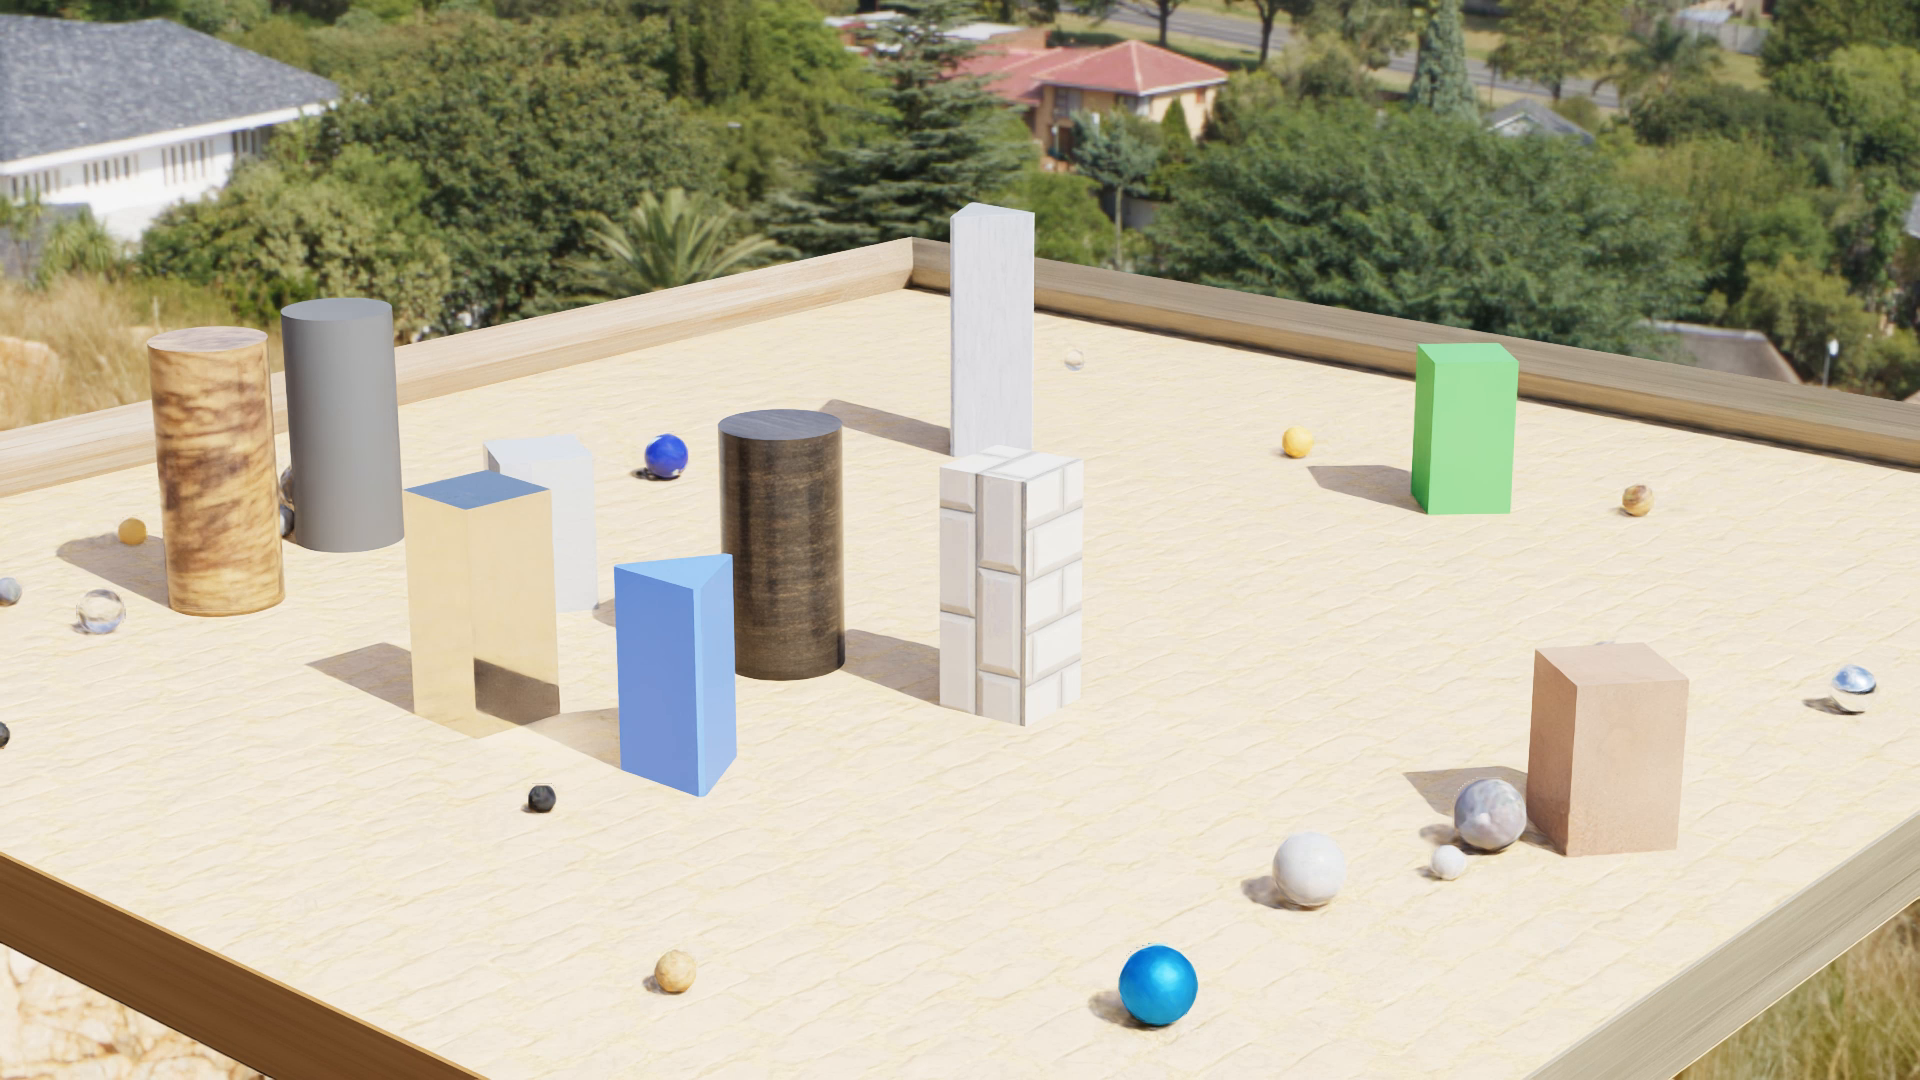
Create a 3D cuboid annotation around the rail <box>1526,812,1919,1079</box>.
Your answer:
[{"bbox_3d":[1.356,0.372,3.993,0.045,0.130,3.806,14,22,39],"label":"rail"}]

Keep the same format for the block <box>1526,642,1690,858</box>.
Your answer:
[{"bbox_3d":[0.895,0.289,4.066,0.160,0.248,0.160,-3,17,-10],"label":"block"}]

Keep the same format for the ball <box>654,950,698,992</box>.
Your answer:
[{"bbox_3d":[-0.349,0.530,3.605,0.052,0.052,0.052,0,17,0],"label":"ball"}]

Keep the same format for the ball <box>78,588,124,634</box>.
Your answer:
[{"bbox_3d":[-1.444,0.119,4.930,0.074,0.074,0.074,0,17,0],"label":"ball"}]

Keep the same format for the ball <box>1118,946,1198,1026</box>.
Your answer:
[{"bbox_3d":[0.238,0.534,3.518,0.095,0.095,0.095,0,17,0],"label":"ball"}]

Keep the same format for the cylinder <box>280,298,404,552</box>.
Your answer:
[{"bbox_3d":[-1.137,-0.213,5.410,0.200,0.435,0.200,0,17,0],"label":"cylinder"}]

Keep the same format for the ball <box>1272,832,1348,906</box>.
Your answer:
[{"bbox_3d":[0.459,0.432,3.851,0.098,0.098,0.098,0,17,0],"label":"ball"}]

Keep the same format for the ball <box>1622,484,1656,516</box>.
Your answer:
[{"bbox_3d":[1.297,-0.077,5.604,0.062,0.062,0.062,0,17,0],"label":"ball"}]

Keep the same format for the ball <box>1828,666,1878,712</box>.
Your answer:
[{"bbox_3d":[1.389,0.232,4.559,0.074,0.074,0.074,0,17,0],"label":"ball"}]

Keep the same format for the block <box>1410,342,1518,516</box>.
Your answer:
[{"bbox_3d":[0.971,-0.215,5.652,0.160,0.299,0.160,-1,17,-3],"label":"block"}]

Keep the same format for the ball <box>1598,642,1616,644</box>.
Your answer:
[{"bbox_3d":[1.033,0.197,4.680,0.071,0.071,0.071,0,17,0],"label":"ball"}]

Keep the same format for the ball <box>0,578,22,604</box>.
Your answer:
[{"bbox_3d":[-1.650,0.088,5.079,0.048,0.048,0.048,0,17,0],"label":"ball"}]

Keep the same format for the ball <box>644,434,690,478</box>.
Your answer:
[{"bbox_3d":[-0.586,-0.167,5.854,0.090,0.090,0.090,0,17,0],"label":"ball"}]

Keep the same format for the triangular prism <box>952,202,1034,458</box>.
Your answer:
[{"bbox_3d":[0.046,-0.436,6.041,0.173,0.497,0.150,-5,17,-15],"label":"triangular prism"}]

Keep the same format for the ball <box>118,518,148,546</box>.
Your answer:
[{"bbox_3d":[-1.528,-0.015,5.414,0.053,0.053,0.053,0,17,0],"label":"ball"}]

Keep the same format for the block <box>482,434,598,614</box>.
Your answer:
[{"bbox_3d":[-0.725,-0.026,5.068,0.160,0.273,0.160,-6,18,-19],"label":"block"}]

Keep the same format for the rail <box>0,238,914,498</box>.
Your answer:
[{"bbox_3d":[-1.356,-0.307,6.247,0.045,0.130,3.806,14,22,39],"label":"rail"}]

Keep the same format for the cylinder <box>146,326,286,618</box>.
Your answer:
[{"bbox_3d":[-1.277,-0.119,5.045,0.200,0.464,0.200,0,17,0],"label":"cylinder"}]

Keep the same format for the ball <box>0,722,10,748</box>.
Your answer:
[{"bbox_3d":[-1.451,0.293,4.410,0.042,0.042,0.042,0,17,0],"label":"ball"}]

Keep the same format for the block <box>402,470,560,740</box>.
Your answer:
[{"bbox_3d":[-0.734,0.097,4.506,0.160,0.363,0.160,16,23,42],"label":"block"}]

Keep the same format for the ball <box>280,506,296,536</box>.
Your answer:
[{"bbox_3d":[-1.268,-0.036,5.467,0.059,0.059,0.059,0,17,0],"label":"ball"}]

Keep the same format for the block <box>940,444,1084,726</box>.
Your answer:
[{"bbox_3d":[0.079,0.069,4.553,0.160,0.389,0.160,11,20,33],"label":"block"}]

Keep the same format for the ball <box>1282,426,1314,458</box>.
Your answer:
[{"bbox_3d":[0.693,-0.202,6.012,0.065,0.065,0.065,0,17,0],"label":"ball"}]

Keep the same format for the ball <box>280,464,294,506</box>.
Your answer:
[{"bbox_3d":[-1.241,-0.106,5.548,0.091,0.091,0.091,0,17,0],"label":"ball"}]

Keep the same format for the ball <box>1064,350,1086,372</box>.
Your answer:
[{"bbox_3d":[0.264,-0.413,6.744,0.049,0.049,0.049,0,17,0],"label":"ball"}]

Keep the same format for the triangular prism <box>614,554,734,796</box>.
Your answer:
[{"bbox_3d":[-0.386,0.187,4.288,0.173,0.314,0.150,14,22,39],"label":"triangular prism"}]

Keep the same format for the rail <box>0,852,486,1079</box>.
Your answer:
[{"bbox_3d":[-1.232,0.442,3.761,3.638,0.130,0.045,14,22,39],"label":"rail"}]

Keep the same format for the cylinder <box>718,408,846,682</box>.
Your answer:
[{"bbox_3d":[-0.288,0.006,4.742,0.200,0.400,0.200,0,17,0],"label":"cylinder"}]

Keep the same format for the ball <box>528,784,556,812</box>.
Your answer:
[{"bbox_3d":[-0.594,0.367,4.166,0.040,0.040,0.040,0,17,0],"label":"ball"}]

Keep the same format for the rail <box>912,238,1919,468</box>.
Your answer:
[{"bbox_3d":[1.232,-0.377,6.479,3.638,0.130,0.045,14,22,39],"label":"rail"}]

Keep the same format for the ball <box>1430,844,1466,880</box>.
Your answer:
[{"bbox_3d":[0.656,0.433,3.938,0.047,0.047,0.047,0,17,0],"label":"ball"}]

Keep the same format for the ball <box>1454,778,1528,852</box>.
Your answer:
[{"bbox_3d":[0.729,0.378,4.029,0.100,0.100,0.100,0,17,0],"label":"ball"}]
